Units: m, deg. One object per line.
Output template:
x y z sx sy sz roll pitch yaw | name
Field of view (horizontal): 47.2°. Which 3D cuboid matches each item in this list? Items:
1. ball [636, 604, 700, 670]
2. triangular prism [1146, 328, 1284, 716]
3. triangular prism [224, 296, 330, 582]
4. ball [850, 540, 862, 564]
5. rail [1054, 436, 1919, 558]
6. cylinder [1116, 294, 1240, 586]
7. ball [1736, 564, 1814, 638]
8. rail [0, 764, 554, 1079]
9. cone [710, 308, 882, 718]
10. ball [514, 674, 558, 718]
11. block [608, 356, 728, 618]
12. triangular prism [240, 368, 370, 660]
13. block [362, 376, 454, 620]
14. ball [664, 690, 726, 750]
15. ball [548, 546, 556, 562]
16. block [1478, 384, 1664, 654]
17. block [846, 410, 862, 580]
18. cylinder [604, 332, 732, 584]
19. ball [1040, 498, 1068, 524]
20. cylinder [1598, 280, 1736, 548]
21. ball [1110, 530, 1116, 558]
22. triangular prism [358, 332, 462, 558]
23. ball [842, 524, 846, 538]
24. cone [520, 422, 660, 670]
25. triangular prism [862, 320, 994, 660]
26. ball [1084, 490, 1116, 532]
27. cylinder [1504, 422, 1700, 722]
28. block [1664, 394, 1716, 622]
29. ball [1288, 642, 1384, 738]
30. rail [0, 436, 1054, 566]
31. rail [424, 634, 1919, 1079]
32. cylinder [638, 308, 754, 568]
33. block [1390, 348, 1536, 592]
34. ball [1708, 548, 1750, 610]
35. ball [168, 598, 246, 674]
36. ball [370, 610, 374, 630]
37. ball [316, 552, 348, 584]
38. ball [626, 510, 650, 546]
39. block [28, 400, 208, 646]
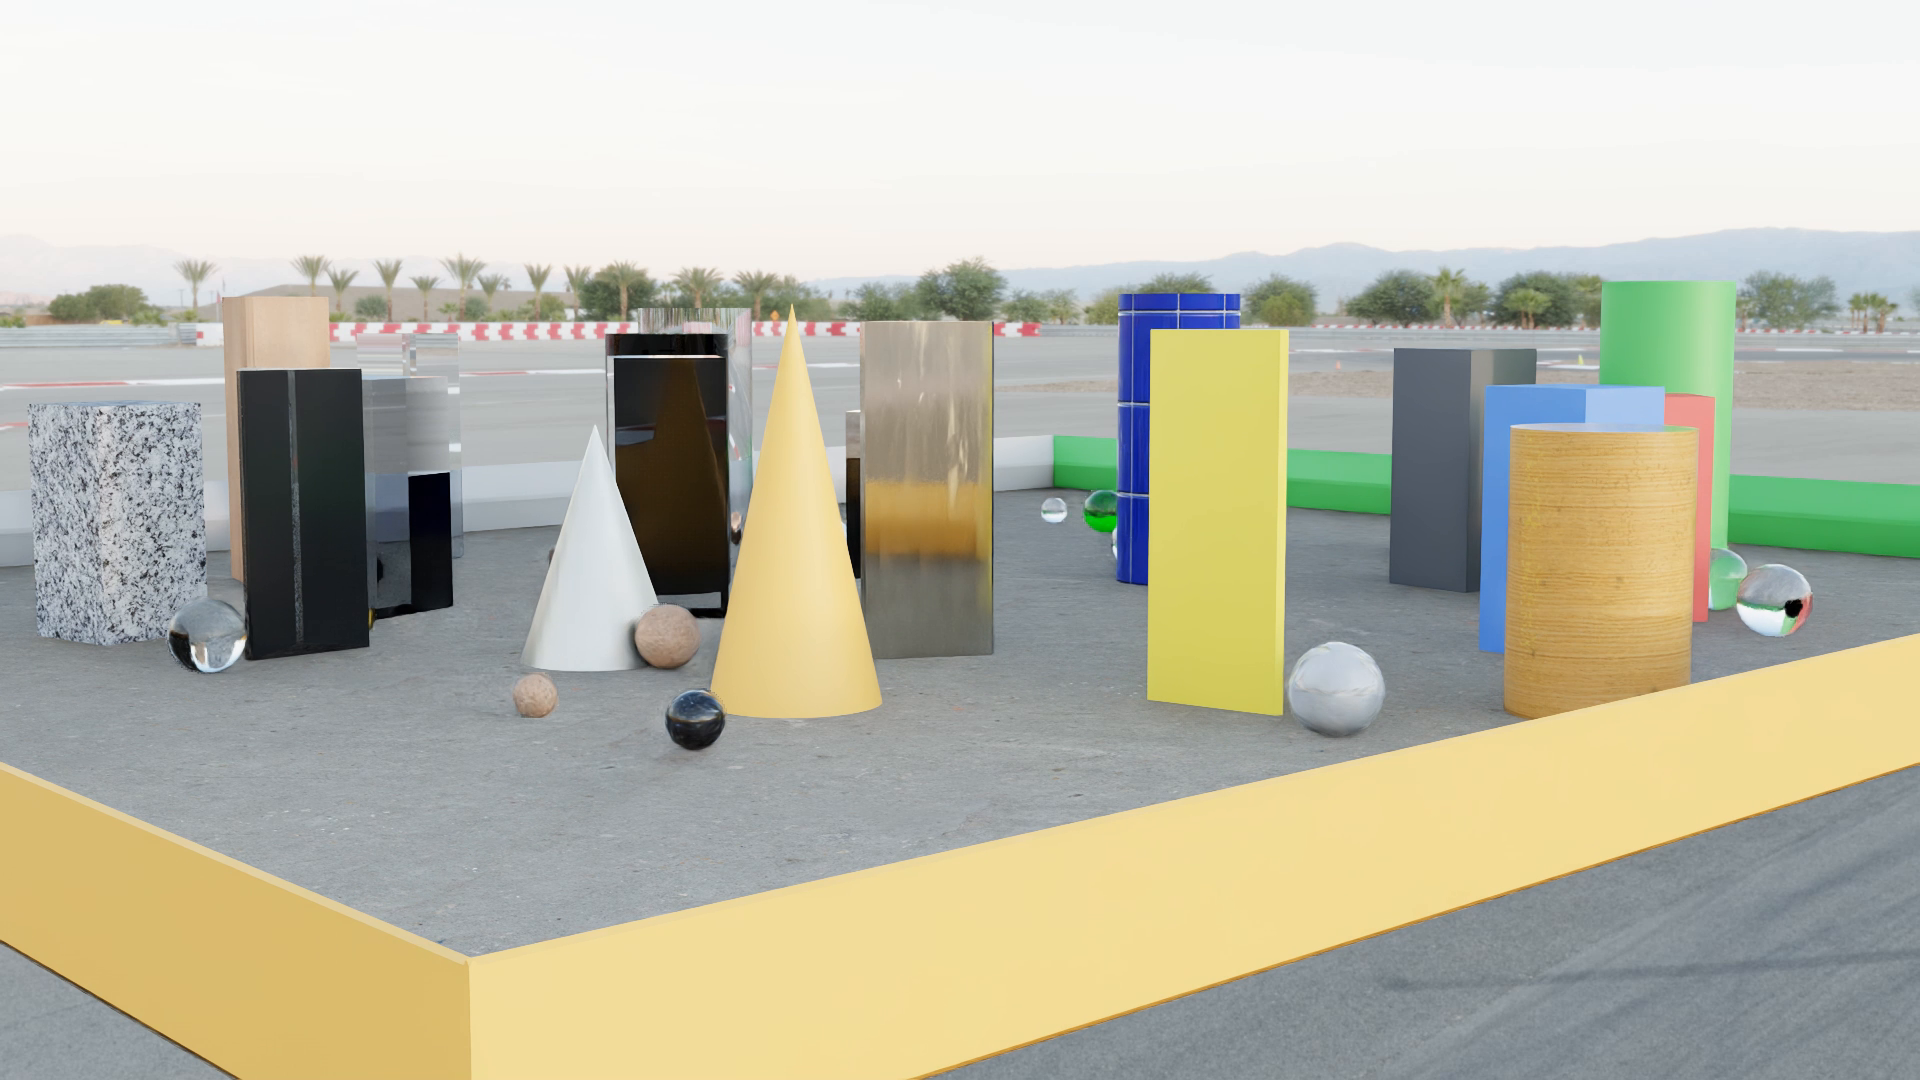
-0.364 0.121 2.741 0.081 0.081 0.081 0 6 0 | ball
0.329 -0.029 2.520 0.173 0.424 0.150 5 7 37 | triangular prism
-1.114 -0.167 3.642 0.150 0.468 0.173 -4 7 -31 | triangular prism
-0.172 0.021 3.871 0.045 0.045 0.045 0 6 0 | ball
1.244 -0.085 4.473 0.045 0.130 3.018 -5 8 -42 | rail
0.359 -0.168 3.624 0.200 0.472 0.200 0 6 0 | cylinder
1.116 0.083 3.012 0.100 0.100 0.100 0 6 0 | ball
-1.244 0.153 2.190 0.045 0.130 3.018 -5 8 -42 | rail
-0.188 -0.040 2.489 0.200 0.454 0.200 0 6 0 | cone
-0.466 0.171 2.412 0.048 0.048 0.048 0 6 0 | ball
-0.432 -0.081 3.245 0.160 0.378 0.160 -1 6 -12 | block
-0.900 -0.041 2.904 0.150 0.370 0.173 6 8 45 | triangular prism
-0.875 -0.068 3.275 0.160 0.347 0.160 3 7 28 | block
-0.269 0.183 2.238 0.061 0.061 0.061 0 6 0 | ball
-0.689 0.029 3.797 0.044 0.044 0.044 0 6 0 | ball
0.796 -0.026 2.867 0.160 0.348 0.160 -4 7 -36 | block
-0.088 -0.079 3.711 0.160 0.279 0.160 2 6 19 | block
-0.476 -0.132 3.593 0.200 0.408 0.200 0 6 0 | cylinder
0.198 -0.062 4.618 0.056 0.056 0.056 0 6 0 | ball
1.102 -0.158 3.444 0.200 0.490 0.200 0 6 0 | cylinder
0.305 0.006 3.830 0.085 0.085 0.085 0 6 0 | ball
-0.957 -0.166 3.928 0.173 0.405 0.150 6 8 43 | triangular prism
-0.229 0.003 3.887 0.078 0.078 0.078 0 6 0 | ball
-0.464 0.002 2.813 0.200 0.303 0.200 0 6 0 | cone
-0.058 -0.071 2.891 0.173 0.431 0.150 -1 6 -14 | triangular prism
0.292 -0.058 4.428 0.088 0.088 0.088 0 6 0 | ball
0.709 0.034 2.436 0.200 0.317 0.200 0 6 0 | cylinder
1.002 -0.052 3.233 0.160 0.322 0.160 0 6 4 | block
0.395 0.157 2.305 0.100 0.100 0.100 0 6 0 | ball
-1.007 -0.079 4.417 3.432 0.130 0.045 -5 8 -42 | rail
1.007 0.147 2.246 3.432 0.130 0.045 -5 8 -42 | rail
-0.465 -0.183 3.881 0.200 0.450 0.200 0 6 0 | cylinder
0.817 -0.119 3.578 0.160 0.385 0.160 -4 7 -37 | block
1.131 0.058 3.286 0.093 0.093 0.093 0 6 0 | ball
-0.929 0.118 2.714 0.093 0.093 0.093 0 6 0 | ball
-0.827 0.109 3.015 0.048 0.048 0.048 0 6 0 | ball
-1.028 0.046 3.601 0.051 0.051 0.051 0 6 0 | ball
-0.622 -0.022 4.179 0.067 0.067 0.067 0 6 0 | ball
-1.159 -0.029 3.031 0.160 0.319 0.160 4 7 35 | block
